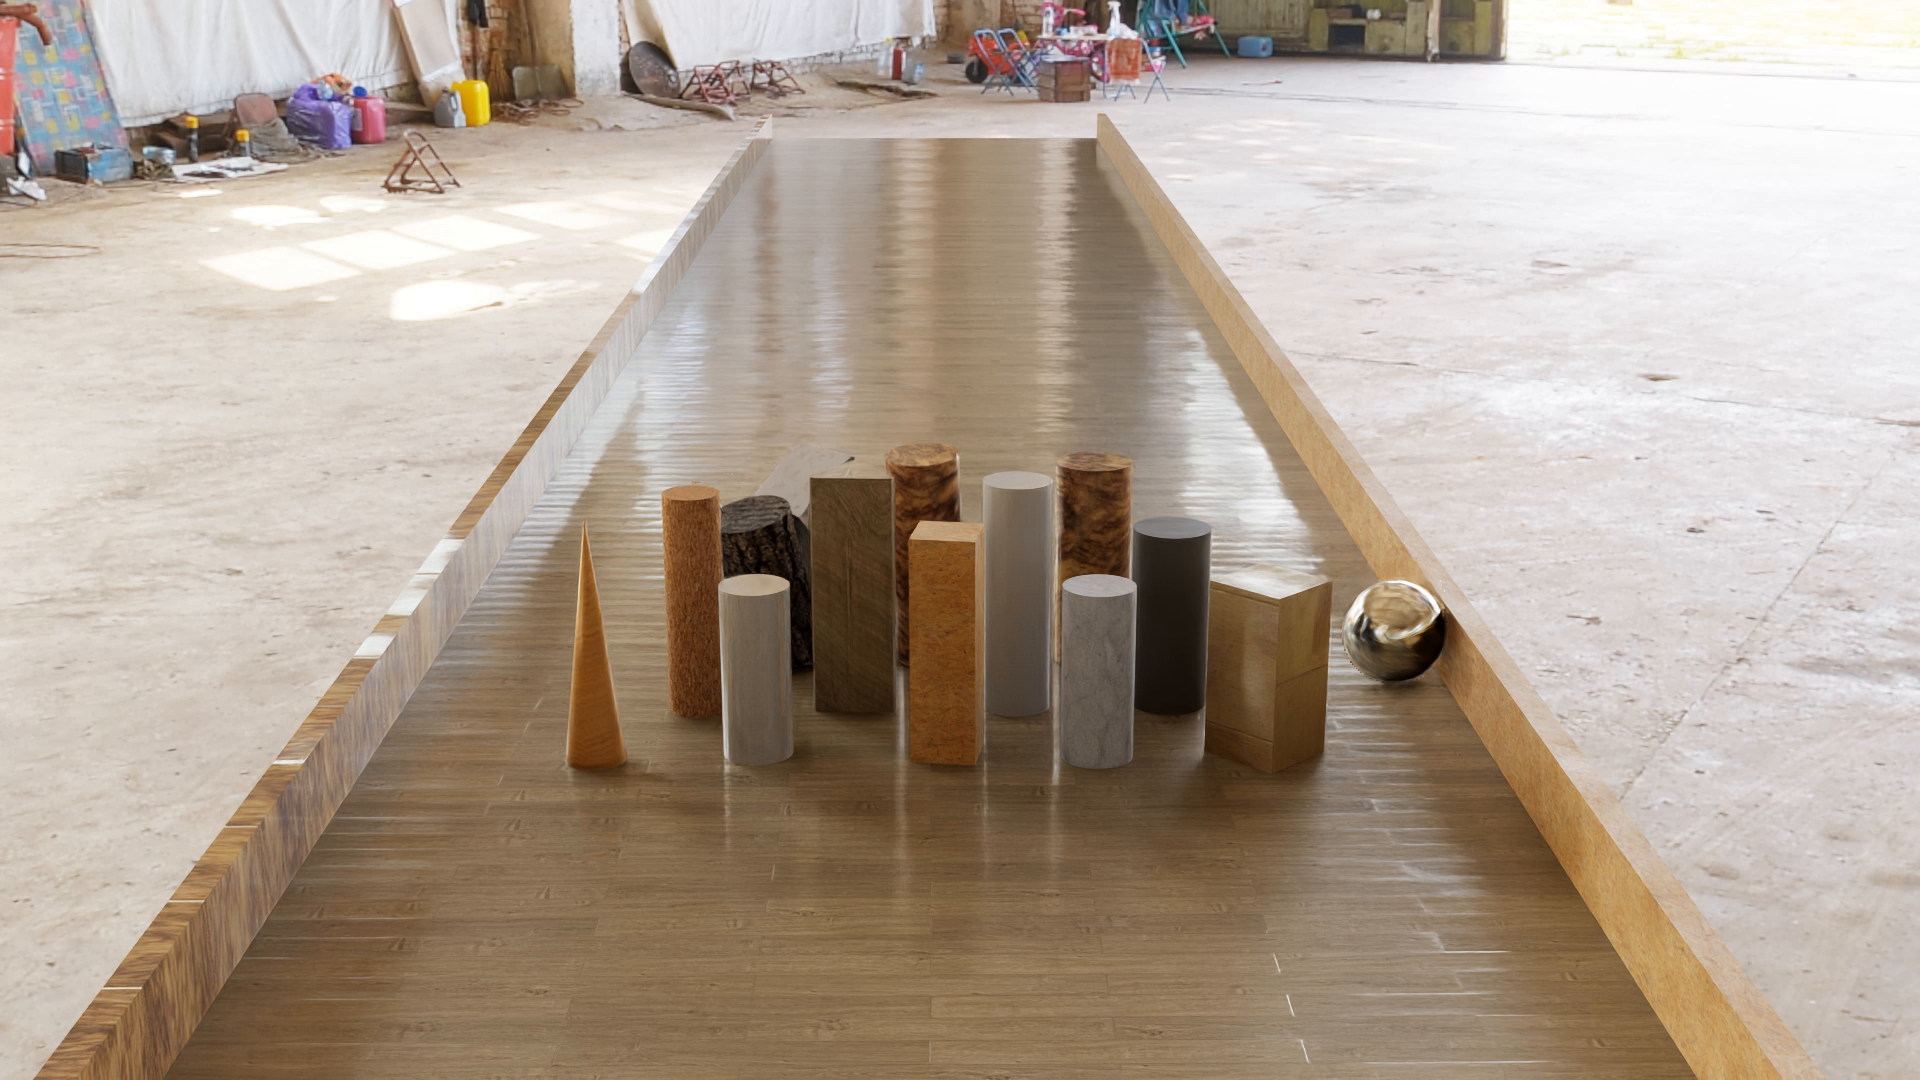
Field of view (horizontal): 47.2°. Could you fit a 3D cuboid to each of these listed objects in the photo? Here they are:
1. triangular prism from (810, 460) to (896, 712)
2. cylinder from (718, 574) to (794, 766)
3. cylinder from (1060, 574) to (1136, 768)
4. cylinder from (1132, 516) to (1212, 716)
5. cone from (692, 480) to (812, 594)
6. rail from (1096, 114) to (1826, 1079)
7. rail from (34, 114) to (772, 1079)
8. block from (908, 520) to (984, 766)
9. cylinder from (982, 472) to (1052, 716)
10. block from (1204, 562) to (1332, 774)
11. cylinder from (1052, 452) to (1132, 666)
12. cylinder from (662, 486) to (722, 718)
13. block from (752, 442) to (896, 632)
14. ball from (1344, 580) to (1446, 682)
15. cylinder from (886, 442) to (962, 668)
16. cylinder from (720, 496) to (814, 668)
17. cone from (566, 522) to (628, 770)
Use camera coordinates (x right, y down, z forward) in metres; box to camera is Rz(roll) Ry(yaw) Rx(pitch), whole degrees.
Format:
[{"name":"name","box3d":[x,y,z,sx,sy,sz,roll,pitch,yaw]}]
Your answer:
[{"name":"triangular prism","box3d":[-0.195,0.085,4.142,0.153,0.455,0.133,1,17,3]},{"name":"cylinder","box3d":[-0.362,0.230,3.903,0.126,0.315,0.126,0,17,0]},{"name":"cylinder","box3d":[0.244,0.232,3.889,0.130,0.318,0.130,0,17,0]},{"name":"cylinder","box3d":[0.395,0.142,4.143,0.145,0.345,0.145,0,17,0]},{"name":"cone","box3d":[-0.420,0.021,4.471,0.130,0.395,0.130,-34,22,15]},{"name":"rail","box3d":[0.932,-0.844,7.801,0.050,0.150,12.000,0,17,-1]},{"name":"rail","box3d":[-1.118,-0.838,7.780,0.050,0.150,12.000,0,17,-1]},{"name":"block","box3d":[-0.022,0.182,3.891,0.116,0.412,0.116,3,17,8]},{"name":"cylinder","box3d":[0.106,0.101,4.113,0.129,0.441,0.129,0,17,0]},{"name":"block","box3d":[0.546,0.225,3.906,0.152,0.322,0.152,-16,23,-42]},{"name":"cylinder","box3d":[0.263,0.043,4.364,0.152,0.410,0.152,0,17,0]},{"name":"cylinder","box3d":[-0.495,0.115,4.100,0.106,0.422,0.106,0,17,0]},{"name":"block","box3d":[-0.236,0.000,4.517,0.169,0.376,0.169,17,60,46]},{"name":"ball","box3d":[0.847,0.177,4.287,0.197,0.197,0.197,0,17,0]},{"name":"cylinder","box3d":[-0.063,0.035,4.339,0.144,0.429,0.144,-3,21,1]},{"name":"cylinder","box3d":[-0.383,0.087,4.340,0.165,0.309,0.165,-10,25,4]},{"name":"cone","box3d":[-0.648,0.175,3.853,0.109,0.448,0.109,0,17,0]}]
